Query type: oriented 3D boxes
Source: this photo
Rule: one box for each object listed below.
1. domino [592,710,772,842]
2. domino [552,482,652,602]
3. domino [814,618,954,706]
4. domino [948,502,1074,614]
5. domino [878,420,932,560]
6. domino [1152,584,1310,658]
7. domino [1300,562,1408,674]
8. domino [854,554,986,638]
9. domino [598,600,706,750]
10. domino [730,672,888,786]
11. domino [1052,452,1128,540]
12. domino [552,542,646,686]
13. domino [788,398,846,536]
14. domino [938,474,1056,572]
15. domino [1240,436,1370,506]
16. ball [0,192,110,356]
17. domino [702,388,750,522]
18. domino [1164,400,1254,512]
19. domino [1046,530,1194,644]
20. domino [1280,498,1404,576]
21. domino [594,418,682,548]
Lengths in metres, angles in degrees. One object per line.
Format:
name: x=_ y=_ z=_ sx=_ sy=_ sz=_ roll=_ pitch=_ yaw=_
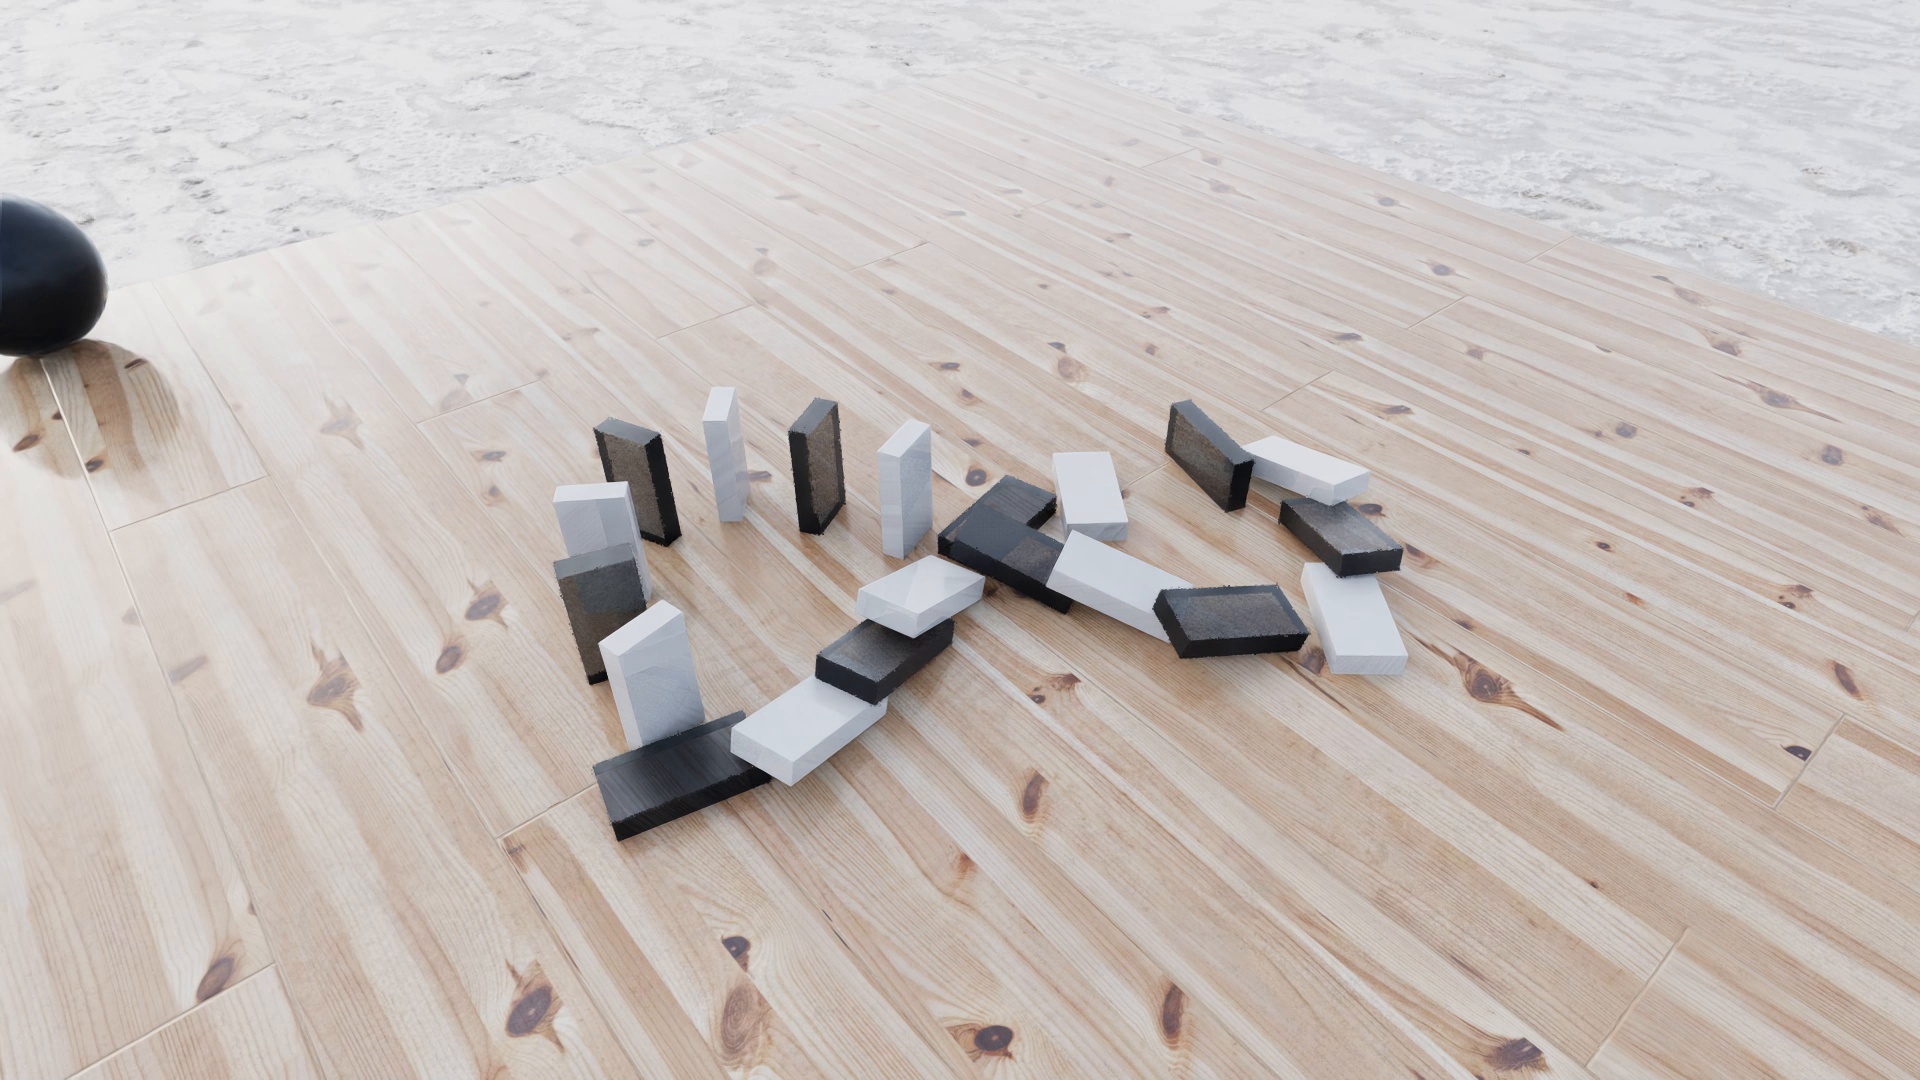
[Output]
domino: x=-0.089 y=0.075 z=0.352 sx=0.050 sy=0.010 sz=0.025 roll=-19 pitch=43 yaw=-21
domino: x=-0.132 y=0.002 z=0.409 sx=0.025 sy=0.050 sz=0.010 roll=-4 pitch=40 yaw=-5
domino: x=-0.026 y=0.038 z=0.388 sx=0.025 sy=0.009 sz=0.050 roll=21 pitch=30 yaw=24
domino: x=0.024 y=0.007 z=0.424 sx=0.050 sy=0.010 sz=0.025 roll=27 pitch=44 yaw=5
domino: x=-0.021 y=-0.020 z=0.435 sx=0.009 sy=0.050 sz=0.025 roll=18 pitch=43 yaw=20
domino: x=0.098 y=0.029 z=0.399 sx=0.050 sy=0.010 sz=0.025 roll=-1 pitch=43 yaw=-20
domino: x=0.145 y=0.028 z=0.409 sx=0.025 sy=0.010 sz=0.050 roll=1 pitch=39 yaw=1
domino: x=-0.014 y=0.020 z=0.405 sx=0.025 sy=0.010 sz=0.050 roll=21 pitch=23 yaw=24
domino: x=-0.098 y=0.046 z=0.355 sx=0.009 sy=0.050 sz=0.025 roll=26 pitch=46 yaw=28
domino: x=-0.049 y=0.059 z=0.361 sx=0.025 sy=0.010 sz=0.050 roll=23 pitch=30 yaw=25
domino: x=0.054 y=-0.019 z=0.467 sx=0.025 sy=0.010 sz=0.050 roll=-2 pitch=39 yaw=-2
domino: x=-0.121 y=0.026 z=0.380 sx=0.025 sy=0.050 sz=0.009 roll=-16 pitch=42 yaw=-18
domino: x=-0.058 y=-0.029 z=0.447 sx=0.009 sy=0.050 sz=0.025 roll=13 pitch=41 yaw=15
domino: x=0.016 y=-0.007 z=0.452 sx=0.025 sy=0.009 sz=0.050 roll=24 pitch=45 yaw=26
domino: x=0.146 y=-0.030 z=0.471 sx=0.025 sy=0.009 sz=0.050 roll=-19 pitch=33 yaw=-33
ball: x=-0.475 y=-0.132 z=0.549 sx=0.080 sy=0.080 sz=0.080 roll=0 pitch=39 yaw=0
domino: x=-0.096 y=-0.035 z=0.454 sx=0.009 sy=0.050 sz=0.025 roll=-1 pitch=39 yaw=-1
domino: x=0.107 y=-0.037 z=0.476 sx=0.010 sy=0.025 sz=0.050 roll=-15 pitch=42 yaw=-17
domino: x=0.060 y=0.017 z=0.413 sx=0.050 sy=0.009 sz=0.025 roll=25 pitch=43 yaw=6
domino: x=0.150 y=-0.002 z=0.437 sx=0.025 sy=0.010 sz=0.050 roll=-5 pitch=27 yaw=-11
domino: x=-0.128 y=-0.023 z=0.439 sx=0.025 sy=0.050 sz=0.010 roll=18 pitch=43 yaw=21
